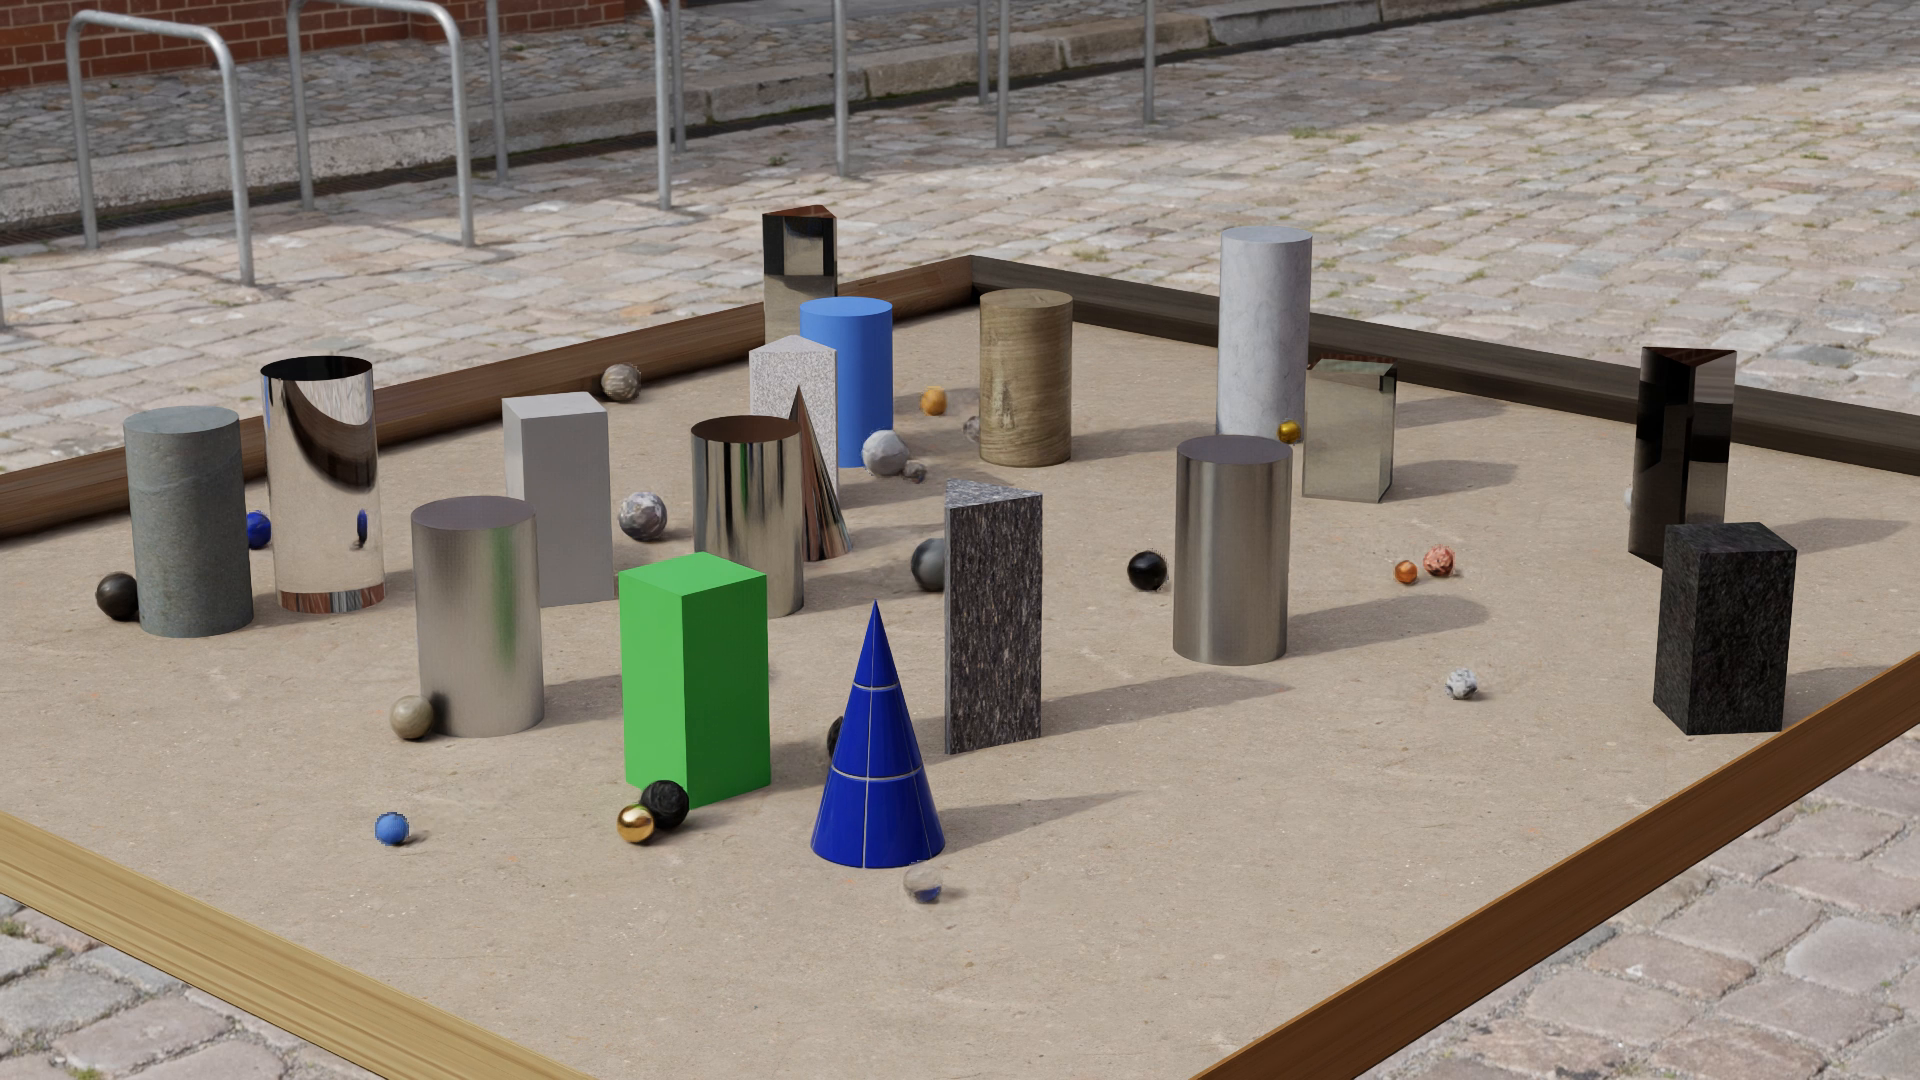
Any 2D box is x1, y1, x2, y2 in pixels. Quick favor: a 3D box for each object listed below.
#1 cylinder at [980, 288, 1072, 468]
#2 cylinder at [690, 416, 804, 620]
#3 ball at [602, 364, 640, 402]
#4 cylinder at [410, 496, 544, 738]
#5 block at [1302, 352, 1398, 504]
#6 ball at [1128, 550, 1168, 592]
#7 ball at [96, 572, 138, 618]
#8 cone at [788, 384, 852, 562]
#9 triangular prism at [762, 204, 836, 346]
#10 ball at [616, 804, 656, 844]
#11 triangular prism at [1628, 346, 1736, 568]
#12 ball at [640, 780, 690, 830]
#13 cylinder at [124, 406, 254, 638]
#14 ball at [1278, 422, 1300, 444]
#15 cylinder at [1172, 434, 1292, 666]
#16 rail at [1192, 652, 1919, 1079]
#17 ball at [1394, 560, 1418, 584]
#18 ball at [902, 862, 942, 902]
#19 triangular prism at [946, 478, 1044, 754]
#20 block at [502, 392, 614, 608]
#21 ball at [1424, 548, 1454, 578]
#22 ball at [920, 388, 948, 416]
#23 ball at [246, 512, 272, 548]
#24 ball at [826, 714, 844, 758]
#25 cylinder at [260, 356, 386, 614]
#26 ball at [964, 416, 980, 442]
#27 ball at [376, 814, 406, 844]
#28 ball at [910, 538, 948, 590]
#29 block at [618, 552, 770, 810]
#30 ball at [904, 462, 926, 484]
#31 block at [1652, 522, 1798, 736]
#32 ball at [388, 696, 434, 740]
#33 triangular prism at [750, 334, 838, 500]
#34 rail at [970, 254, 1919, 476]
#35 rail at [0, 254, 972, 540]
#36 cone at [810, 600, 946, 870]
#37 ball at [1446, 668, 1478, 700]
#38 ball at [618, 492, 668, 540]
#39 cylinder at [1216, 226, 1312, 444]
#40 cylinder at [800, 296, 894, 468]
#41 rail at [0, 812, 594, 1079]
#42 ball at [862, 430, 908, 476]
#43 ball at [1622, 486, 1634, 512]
[{"bbox_3d":[0.134,-0.330,5.958,0.188,0.329,0.188,0,17,0],"label":"cylinder"},{"bbox_3d":[-0.363,-0.039,5.024,0.188,0.313,0.188,0,17,0],"label":"cylinder"},{"bbox_3d":[-0.744,-0.345,6.433,0.084,0.084,0.084,0,17,0],"label":"ball"},{"bbox_3d":[-0.736,0.116,4.484,0.188,0.329,0.188,0,17,0],"label":"cylinder"},{"bbox_3d":[0.760,-0.219,5.719,0.150,0.255,0.150,5,18,18],"label":"block"},{"bbox_3d":[0.328,0.054,5.134,0.071,0.071,0.071,0,17,0],"label":"ball"},{"bbox_3d":[-1.430,0.095,4.988,0.078,0.078,0.078,0,17,0],"label":"ball"},{"bbox_3d":[-0.292,-0.135,5.349,0.188,0.309,0.188,0,17,0],"label":"cone"},{"bbox_3d":[-0.320,-0.486,6.275,0.162,0.445,0.141,5,17,15],"label":"triangular prism"},{"bbox_3d":[-0.447,0.391,4.048,0.054,0.054,0.054,0,17,0],"label":"ball"},{"bbox_3d":[1.278,-0.150,5.269,0.141,0.383,0.162,14,22,38],"label":"triangular prism"},{"bbox_3d":[-0.413,0.370,4.094,0.069,0.069,0.069,0,17,0],"label":"ball"},{"bbox_3d":[-1.296,-0.032,4.932,0.188,0.353,0.188,0,17,0],"label":"cylinder"},{"bbox_3d":[0.677,-0.222,6.042,0.047,0.047,0.047,0,17,0],"label":"ball"},{"bbox_3d":[0.445,0.015,4.799,0.188,0.339,0.188,0,17,0],"label":"cylinder"},{"bbox_3d":[1.151,0.320,4.164,0.045,0.122,3.647,14,22,39],"label":"rail"},{"bbox_3d":[0.788,0.057,5.176,0.041,0.041,0.041,0,17,0],"label":"ball"},{"bbox_3d":[-0.049,0.451,3.857,0.051,0.051,0.051,0,17,0],"label":"ball"},{"bbox_3d":[0.018,0.108,4.418,0.162,0.383,0.141,-9,19,-27],"label":"triangular prism"},{"bbox_3d":[-0.697,-0.070,5.084,0.150,0.338,0.150,-6,18,-20],"label":"block"},{"bbox_3d":[0.851,0.039,5.214,0.053,0.053,0.053,0,17,0],"label":"ball"},{"bbox_3d":[-0.055,-0.297,6.318,0.059,0.059,0.059,0,17,0],"label":"ball"},{"bbox_3d":[-1.295,-0.018,5.383,0.065,0.065,0.065,0,17,0],"label":"ball"},{"bbox_3d":[-0.151,0.296,4.304,0.089,0.089,0.089,0,17,0],"label":"ball"},{"bbox_3d":[-1.095,-0.097,5.049,0.188,0.409,0.188,0,17,0],"label":"cylinder"},{"bbox_3d":[0.034,-0.230,6.104,0.055,0.055,0.055,0,17,0],"label":"ball"},{"bbox_3d":[-0.784,0.399,4.045,0.041,0.041,0.041,0,17,0],"label":"ball"},{"bbox_3d":[-0.039,0.042,5.134,0.094,0.094,0.094,0,17,0],"label":"ball"},{"bbox_3d":[-0.381,0.201,4.218,0.150,0.321,0.150,-14,22,-40],"label":"block"},{"bbox_3d":[-0.088,-0.133,5.797,0.046,0.046,0.046,0,17,0],"label":"ball"},{"bbox_3d":[1.169,0.135,4.490,0.150,0.290,0.150,-2,17,-6],"label":"block"},{"bbox_3d":[-0.831,0.268,4.434,0.067,0.067,0.067,0,17,0],"label":"ball"},{"bbox_3d":[-0.318,-0.226,5.641,0.162,0.314,0.141,-1,17,-3],"label":"triangular prism"},{"bbox_3d":[1.180,-0.363,6.422,3.096,0.122,0.045,14,22,39],"label":"rail"},{"bbox_3d":[-1.151,-0.259,6.078,0.045,0.122,3.647,14,22,39],"label":"rail"},{"bbox_3d":[-0.114,0.248,4.000,0.188,0.356,0.188,0,17,0],"label":"cone"},{"bbox_3d":[0.788,0.226,4.604,0.048,0.048,0.048,0,17,0],"label":"ball"},{"bbox_3d":[-0.587,-0.045,5.425,0.092,0.092,0.092,0,17,0],"label":"ball"},{"bbox_3d":[0.632,-0.425,6.102,0.188,0.428,0.188,0,17,0],"label":"cylinder"},{"bbox_3d":[-0.230,-0.322,5.963,0.188,0.312,0.188,0,17,0],"label":"cylinder"},{"bbox_3d":[-1.180,0.424,3.820,3.096,0.122,0.045,14,22,39],"label":"rail"},{"bbox_3d":[-0.149,-0.173,5.847,0.093,0.093,0.093,0,17,0],"label":"ball"},{"bbox_3d":[1.293,-0.077,5.600,0.053,0.053,0.053,0,17,0],"label":"ball"}]
